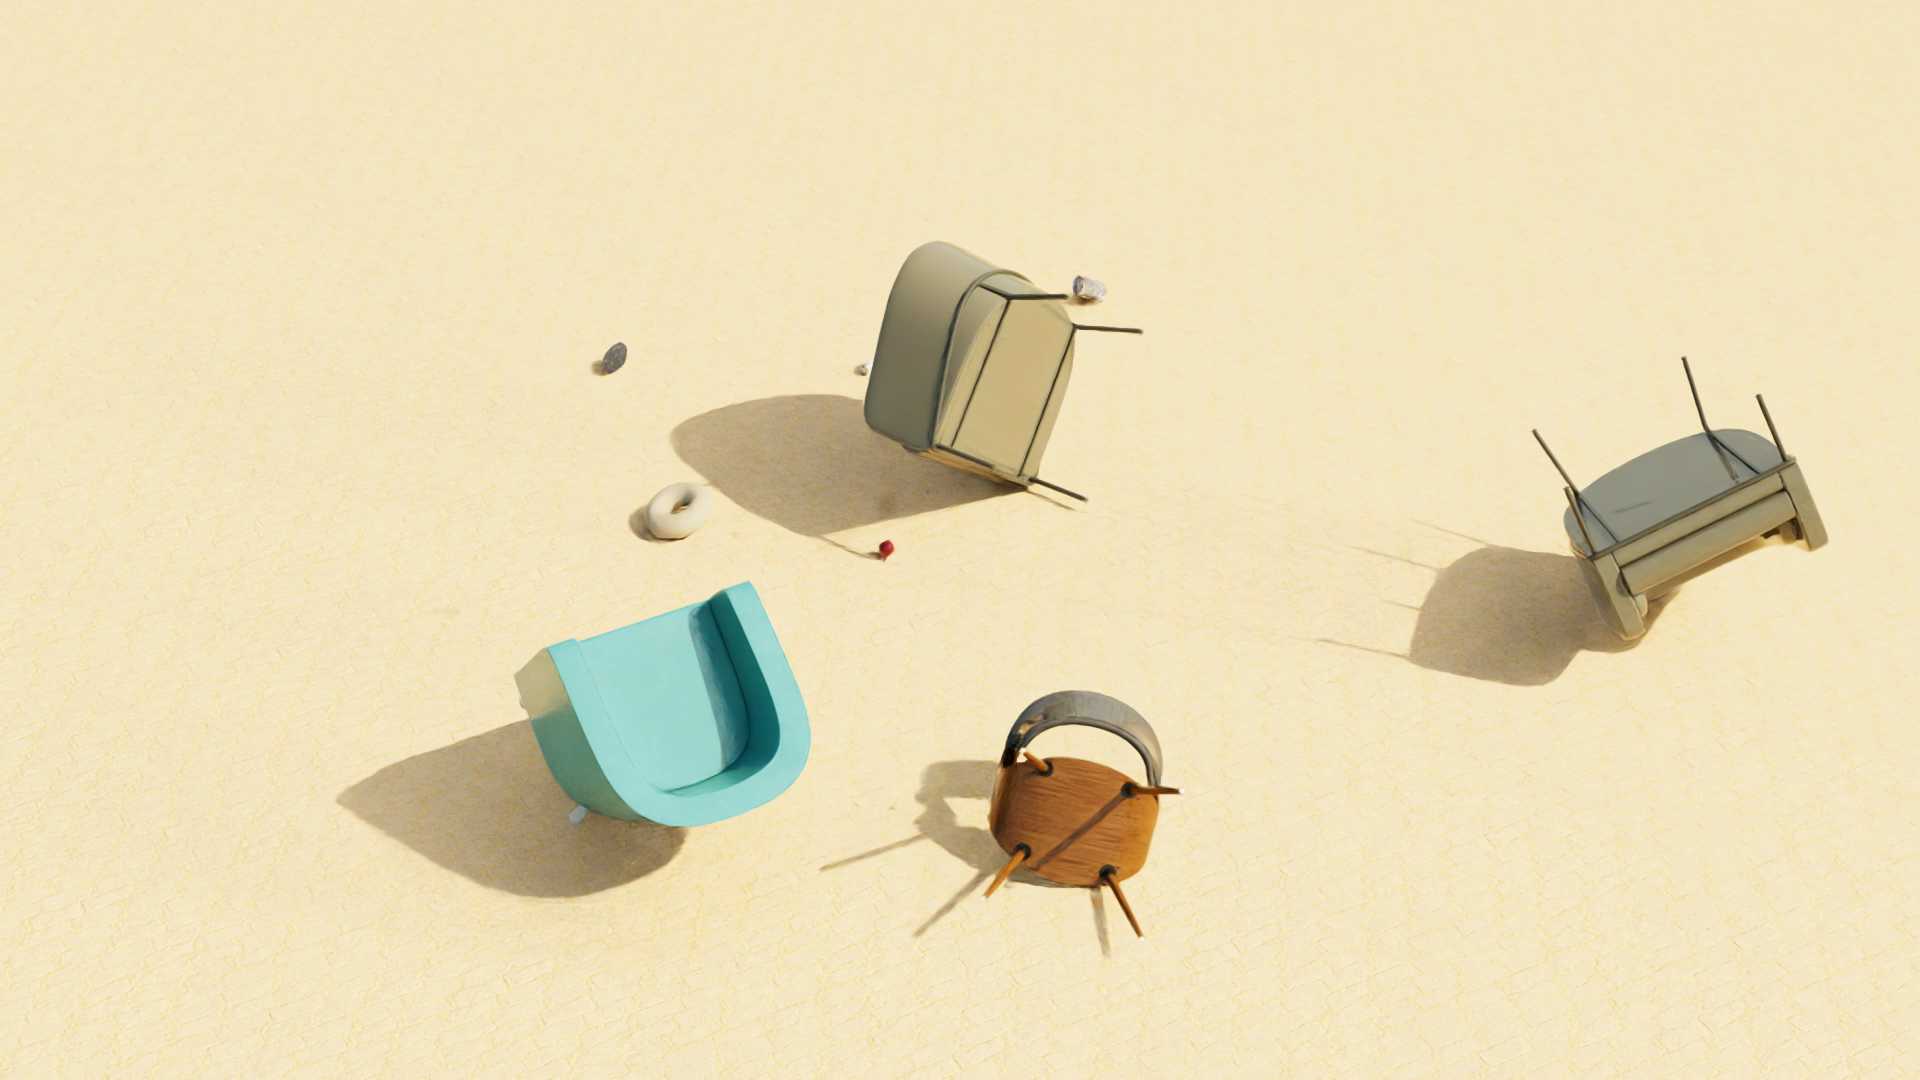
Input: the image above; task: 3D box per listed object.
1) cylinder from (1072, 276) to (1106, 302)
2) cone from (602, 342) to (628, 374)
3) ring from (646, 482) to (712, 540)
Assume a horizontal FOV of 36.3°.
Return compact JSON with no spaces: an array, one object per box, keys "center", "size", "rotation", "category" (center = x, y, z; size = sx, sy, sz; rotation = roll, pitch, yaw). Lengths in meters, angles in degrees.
[{"center":[0.549,-1.067,12.451],"size":[0.111,0.080,0.121],"rotation":[15,24,-24],"category":"cylinder"},{"center":[-1.443,-0.738,12.023],"size":[0.095,0.094,0.162],"rotation":[-8,38,46],"category":"cone"},{"center":[-1.052,-0.113,10.984],"size":[0.264,0.092,0.272],"rotation":[12,50,33],"category":"ring"}]
